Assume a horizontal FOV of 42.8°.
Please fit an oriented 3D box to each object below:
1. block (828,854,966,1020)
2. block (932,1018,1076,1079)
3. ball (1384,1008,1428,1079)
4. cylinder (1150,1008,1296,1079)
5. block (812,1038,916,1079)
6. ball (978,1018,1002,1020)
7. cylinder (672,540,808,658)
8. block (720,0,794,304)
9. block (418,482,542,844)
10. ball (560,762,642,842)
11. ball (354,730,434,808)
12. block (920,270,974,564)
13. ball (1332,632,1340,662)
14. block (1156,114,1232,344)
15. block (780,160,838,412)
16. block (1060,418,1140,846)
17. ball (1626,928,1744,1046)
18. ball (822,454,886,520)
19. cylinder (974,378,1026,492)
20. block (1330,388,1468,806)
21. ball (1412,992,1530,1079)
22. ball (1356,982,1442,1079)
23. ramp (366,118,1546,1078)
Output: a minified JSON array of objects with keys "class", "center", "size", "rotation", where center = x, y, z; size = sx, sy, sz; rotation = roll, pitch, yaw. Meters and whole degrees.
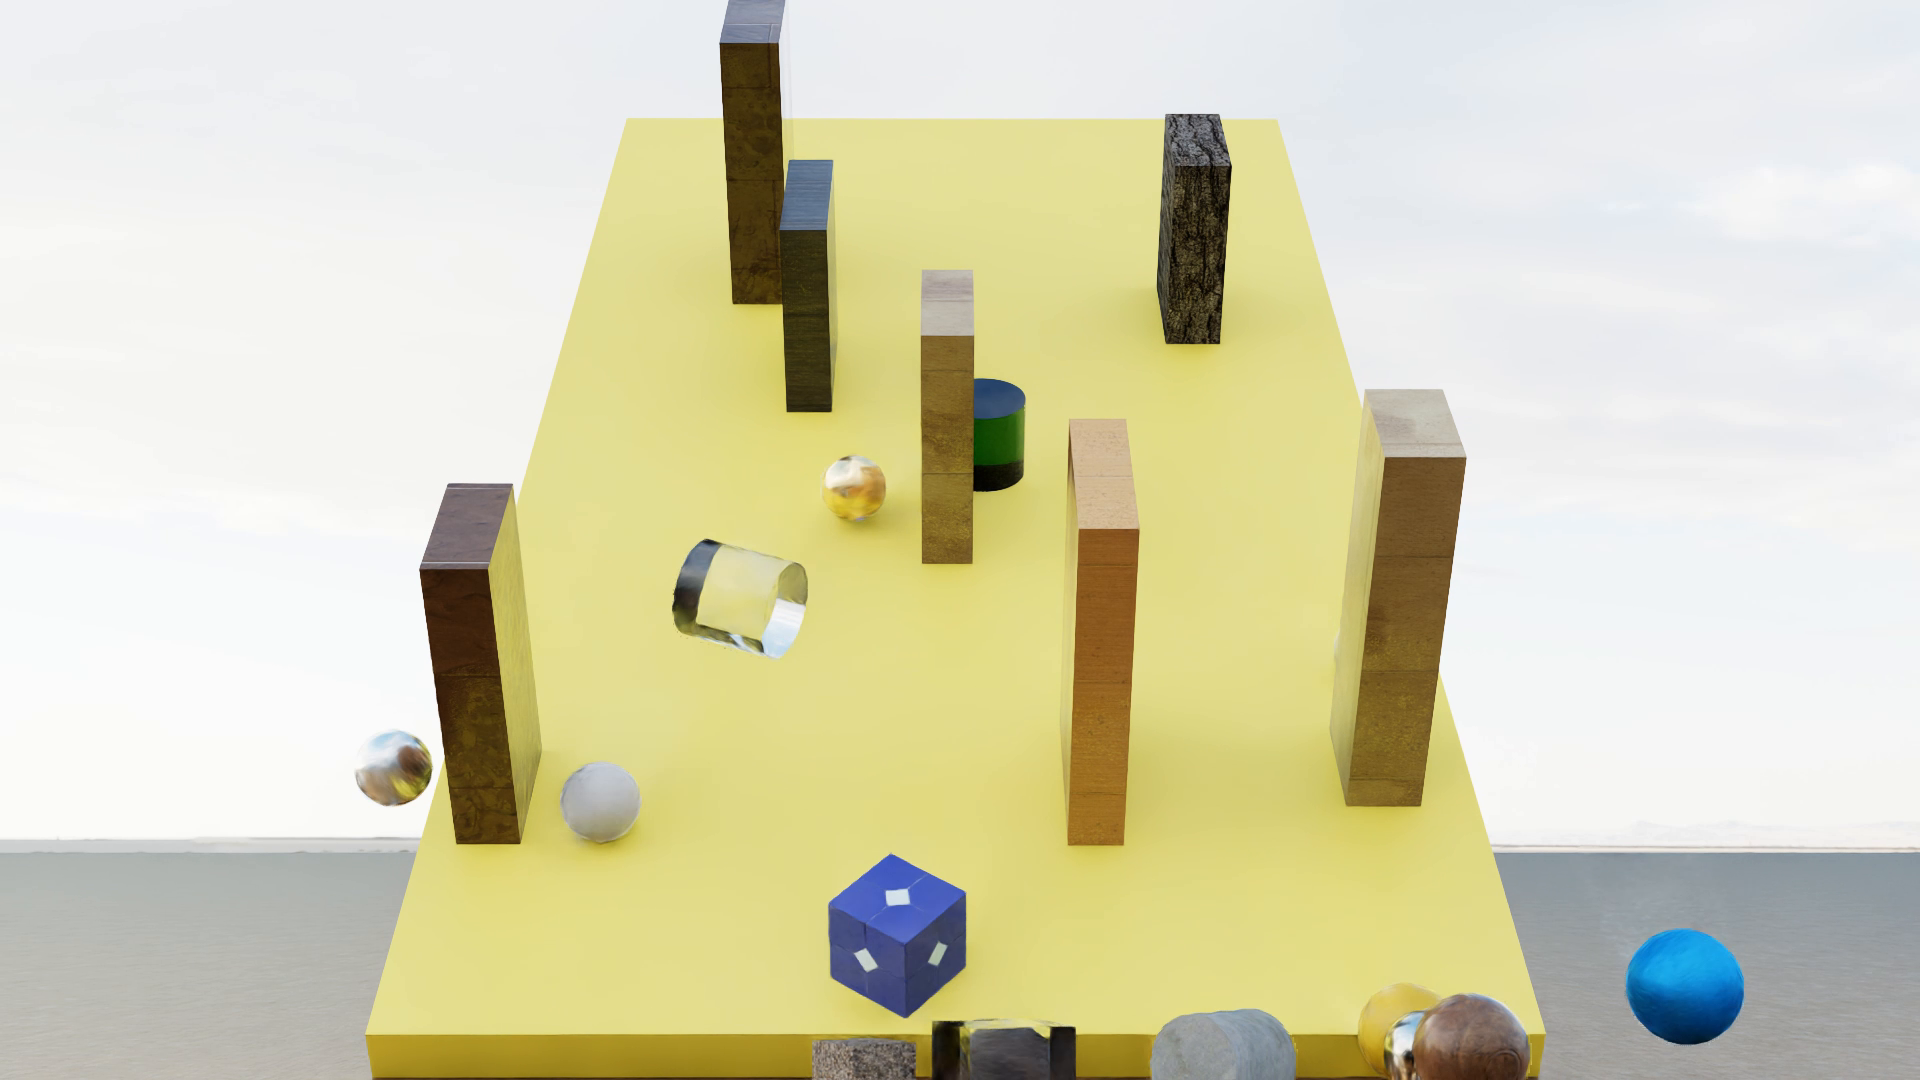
[{"class":"block","center":[-0.107,0.683,4.232],"size":[0.169,0.169,0.169],"rotation":[23,39,31]},{"class":"block","center":[0.059,0.738,3.344],"size":[0.152,0.152,0.152],"rotation":[3,-8,-20]},{"class":"ball","center":[0.733,0.805,3.841],"size":[0.137,0.137,0.137],"rotation":[0,-7,0]},{"class":"cylinder","center":[0.386,0.768,3.588],"size":[0.153,0.153,0.153],"rotation":[-6,-9,41]},{"class":"block","center":[-0.139,0.788,3.574],"size":[0.109,0.109,0.109],"rotation":[5,-9,-34]},{"class":"ball","center":[0.042,0.758,3.497],"size":[0.150,0.150,0.150],"rotation":[0,-7,0]},{"class":"cylinder","center":[-0.455,0.122,5.082],"size":[0.207,0.207,0.207],"rotation":[14,-2,20]},{"class":"block","center":[-0.525,-1.040,6.443],"size":[0.148,0.722,0.423],"rotation":[0,32,0]},{"class":"block","center":[-0.879,0.232,4.528],"size":[0.120,0.612,0.290],"rotation":[0,32,0]},{"class":"ball","center":[-0.669,0.487,4.558],"size":[0.150,0.150,0.150],"rotation":[0,-7,0]},{"class":"ball","center":[-1.090,0.439,4.711],"size":[0.149,0.149,0.149],"rotation":[0,-7,0]},{"class":"block","center":[-0.028,-0.269,5.372],"size":[0.113,0.565,0.311],"rotation":[0,32,0]},{"class":"ball","center":[0.827,0.225,5.004],"size":[0.129,0.129,0.129],"rotation":[0,-7,0]},{"class":"block","center":[0.597,-0.799,6.284],"size":[0.139,0.493,0.332],"rotation":[0,32,0]},{"class":"block","center":[-0.367,-0.625,6.008],"size":[0.110,0.487,0.409],"rotation":[0,32,0]},{"class":"block","center":[0.254,0.173,4.548],"size":[0.105,0.697,0.385],"rotation":[0,32,0]},{"class":"ball","center":[1.246,0.768,4.211],"size":[0.197,0.197,0.197],"rotation":[0,-7,0]},{"class":"ball","center":[-0.238,-0.117,5.500],"size":[0.148,0.148,0.148],"rotation":[0,-7,0]},{"class":"cylinder","center":[0.055,-0.244,5.681],"size":[0.193,0.193,0.193],"rotation":[0,32,0]},{"class":"block","center":[0.809,0.116,4.572],"size":[0.143,0.772,0.246],"rotation":[0,32,0]},{"class":"ball","center":[0.771,0.771,3.694],"size":[0.173,0.173,0.173],"rotation":[0,-7,0]},{"class":"ball","center":[0.738,0.813,4.039],"size":[0.164,0.164,0.164],"rotation":[0,-7,0]},{"class":"ramp","center":[-0.015,-0.187,5.866],"size":[2.000,0.100,4.000],"rotation":[0,32,0]}]
